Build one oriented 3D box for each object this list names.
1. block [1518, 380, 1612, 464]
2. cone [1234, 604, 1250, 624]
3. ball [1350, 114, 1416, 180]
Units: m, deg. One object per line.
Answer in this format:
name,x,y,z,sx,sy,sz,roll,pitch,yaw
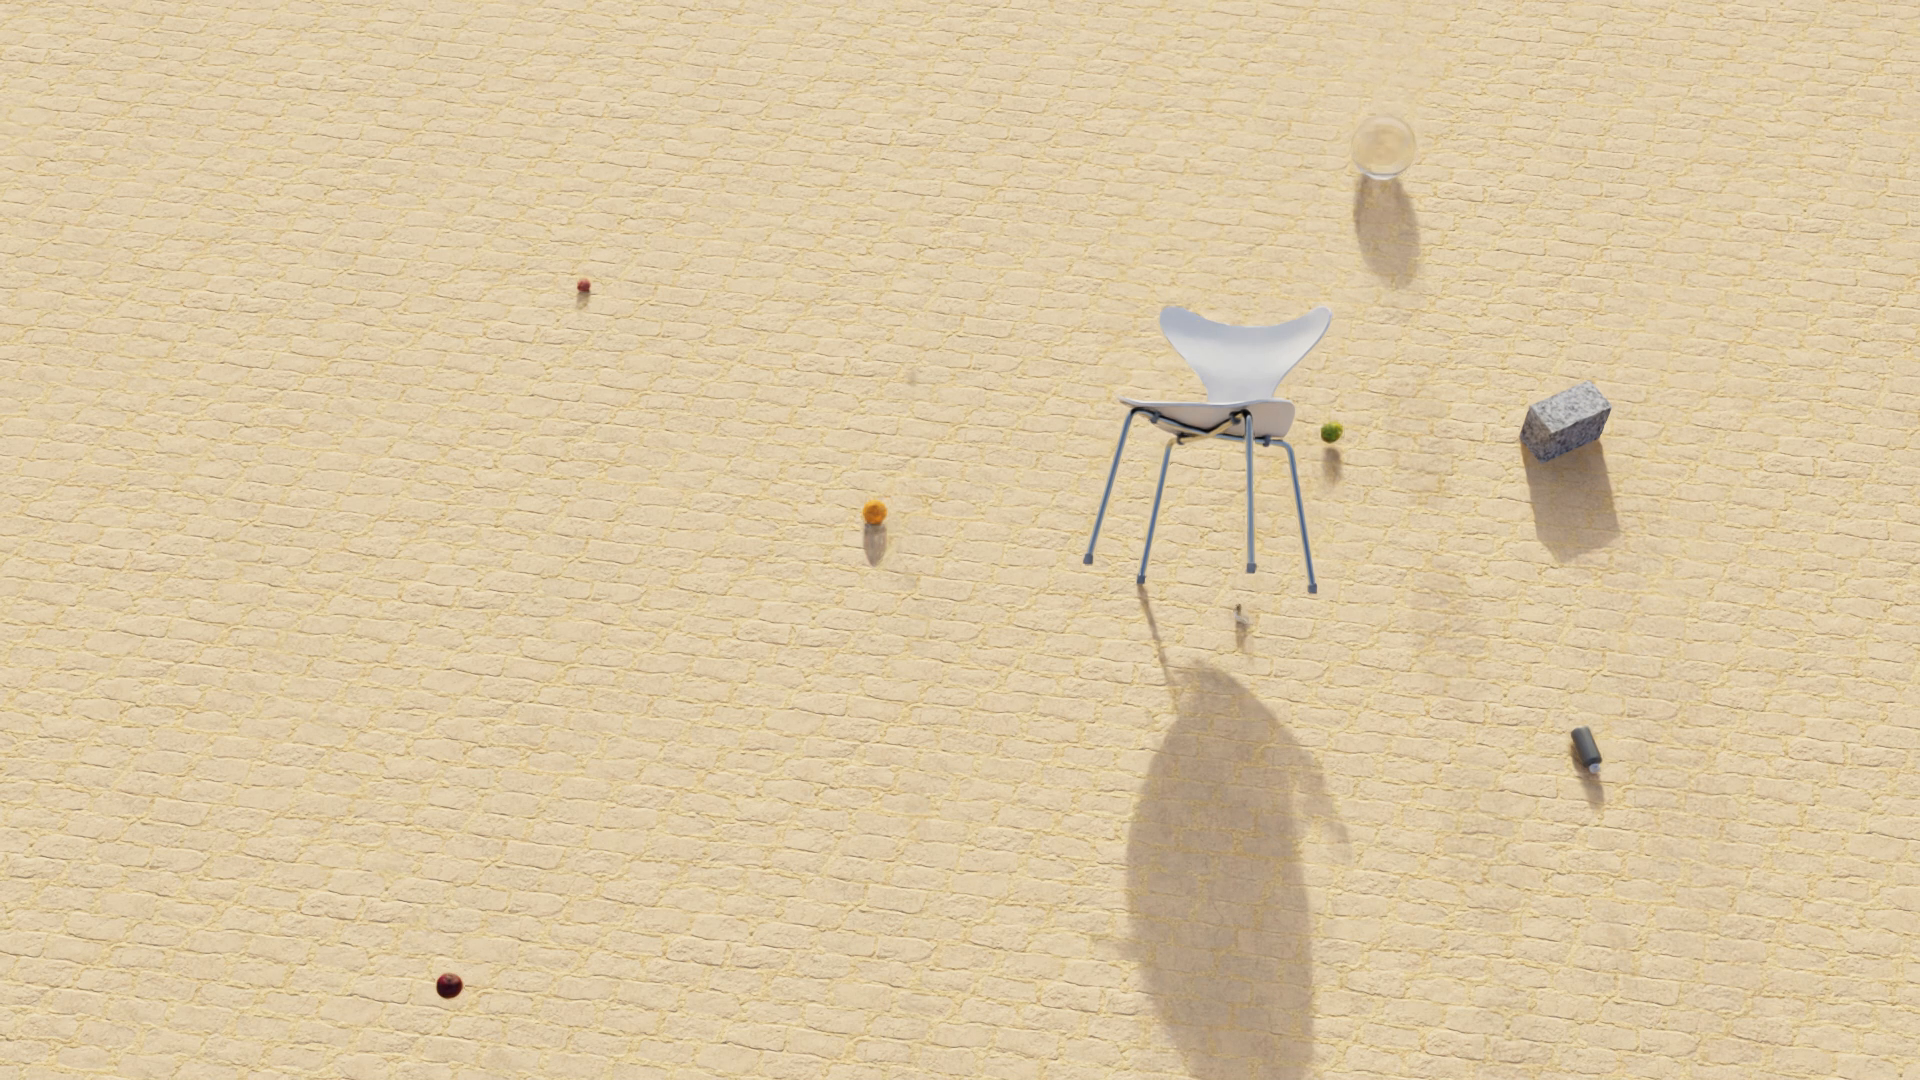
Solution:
block,1.850,-0.362,6.721,0.221,0.158,0.117,-23,59,-15
cone,0.812,0.223,6.410,0.068,0.035,0.057,46,37,-20
ball,1.409,-1.309,7.322,0.217,0.217,0.217,0,56,0
